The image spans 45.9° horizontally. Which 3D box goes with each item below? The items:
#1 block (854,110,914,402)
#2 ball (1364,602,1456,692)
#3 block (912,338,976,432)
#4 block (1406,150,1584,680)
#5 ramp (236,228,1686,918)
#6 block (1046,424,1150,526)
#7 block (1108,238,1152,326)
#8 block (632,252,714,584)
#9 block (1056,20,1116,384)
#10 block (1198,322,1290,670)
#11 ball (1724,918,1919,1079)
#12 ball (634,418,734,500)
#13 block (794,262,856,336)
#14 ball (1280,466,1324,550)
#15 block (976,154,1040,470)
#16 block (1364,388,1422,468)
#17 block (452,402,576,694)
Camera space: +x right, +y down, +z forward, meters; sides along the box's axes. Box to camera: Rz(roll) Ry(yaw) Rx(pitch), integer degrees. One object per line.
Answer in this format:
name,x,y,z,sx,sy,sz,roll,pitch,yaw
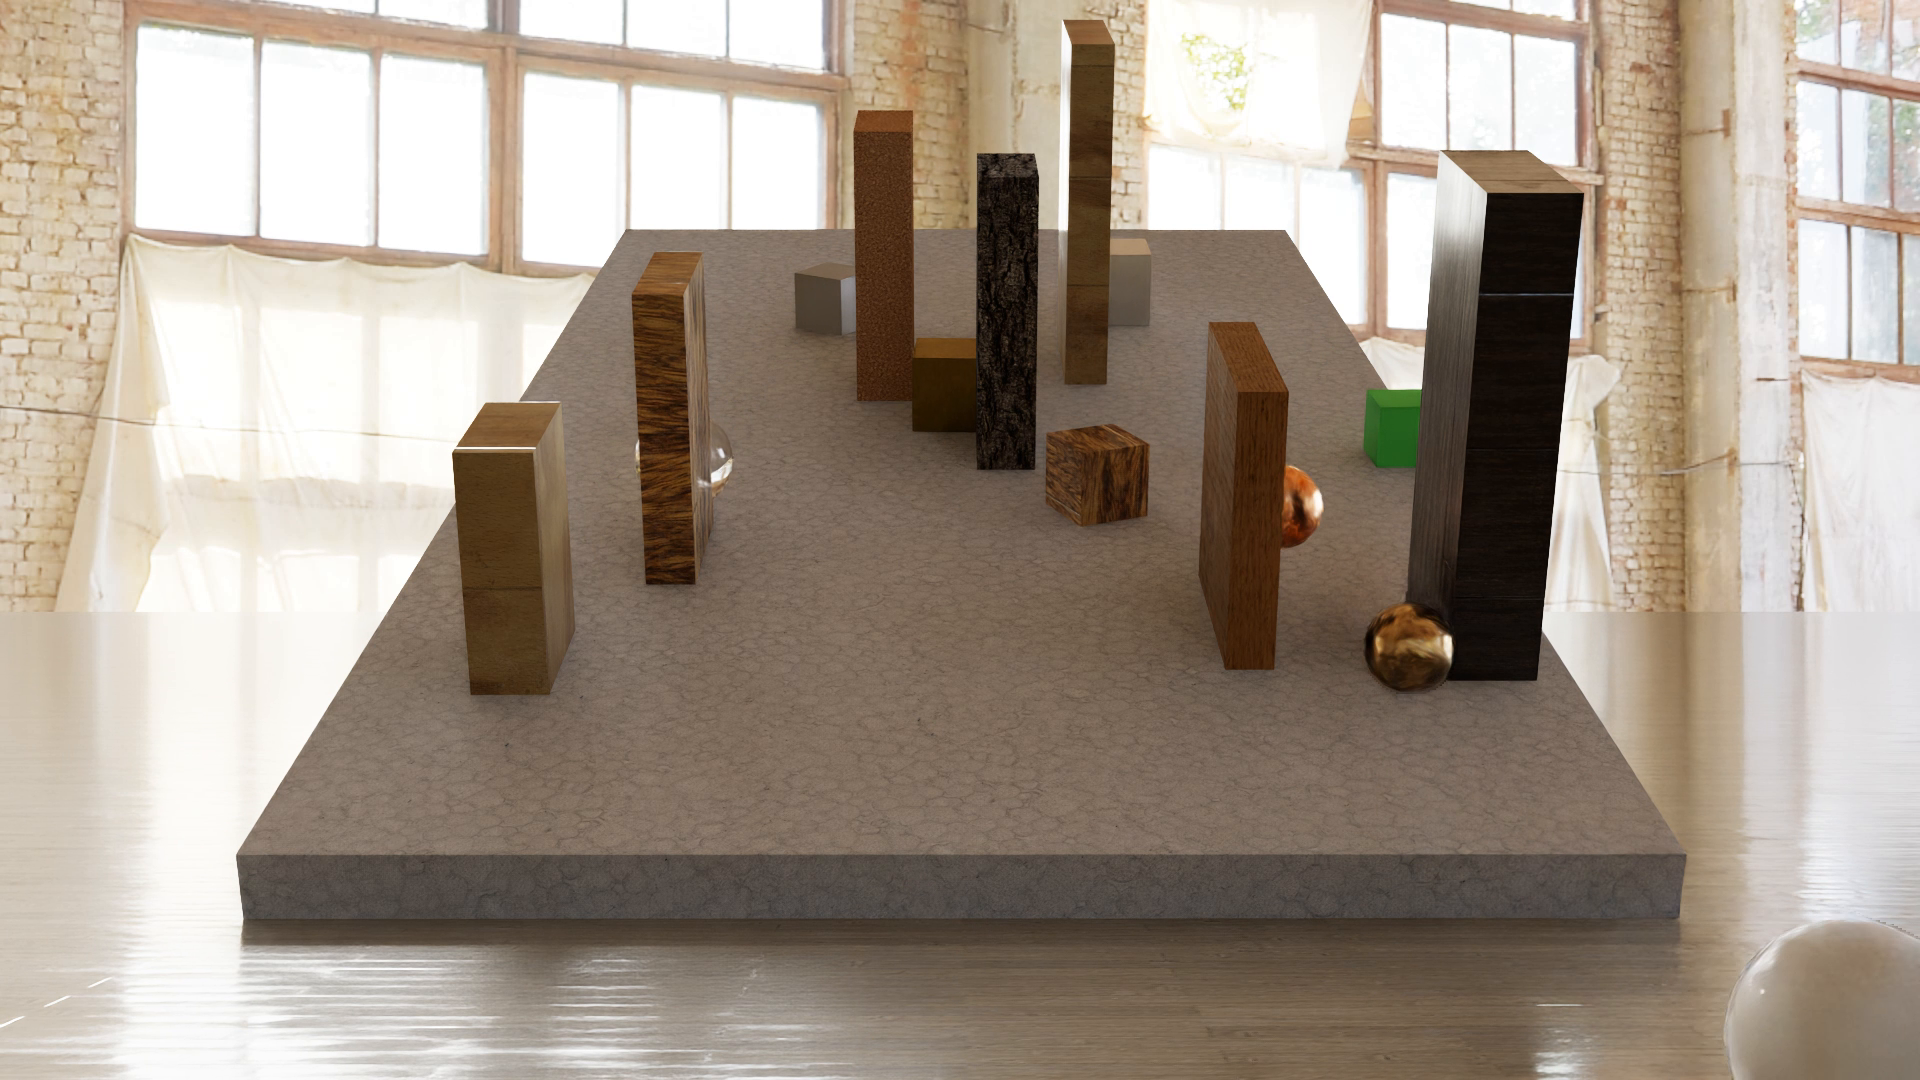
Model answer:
block,-0.171,-0.653,5.199,0.126,0.614,0.282,0,20,0
ball,0.720,0.172,3.632,0.145,0.145,0.145,0,-2,0
block,-0.016,-0.343,5.001,0.167,0.167,0.167,1,20,3
block,0.865,-0.208,3.717,0.146,0.800,0.354,0,20,0
ramp,-0.005,-0.208,5.021,2.000,0.100,4.000,0,20,0
block,0.268,-0.129,4.445,0.148,0.148,0.148,-9,22,-24
block,0.391,-0.666,5.857,0.186,0.186,0.186,0,20,0
block,-0.522,-0.228,4.151,0.089,0.535,0.331,0,20,0
block,0.294,-0.805,5.368,0.097,0.784,0.425,0,20,0
block,0.476,-0.084,3.850,0.080,0.475,0.432,0,20,0
ball,0.699,0.393,1.778,0.190,0.190,0.190,0,-2,0
ball,-0.543,-0.158,4.457,0.194,0.194,0.194,0,-2,0
block,-0.320,-0.615,5.777,0.143,0.143,0.143,12,23,30
ball,0.584,-0.060,4.132,0.153,0.153,0.153,0,-2,0
block,0.096,-0.477,4.722,0.121,0.611,0.257,0,20,0
block,0.929,-0.236,4.766,0.131,0.131,0.131,-1,20,-3
block,-0.720,0.010,3.687,0.125,0.407,0.273,0,20,0
